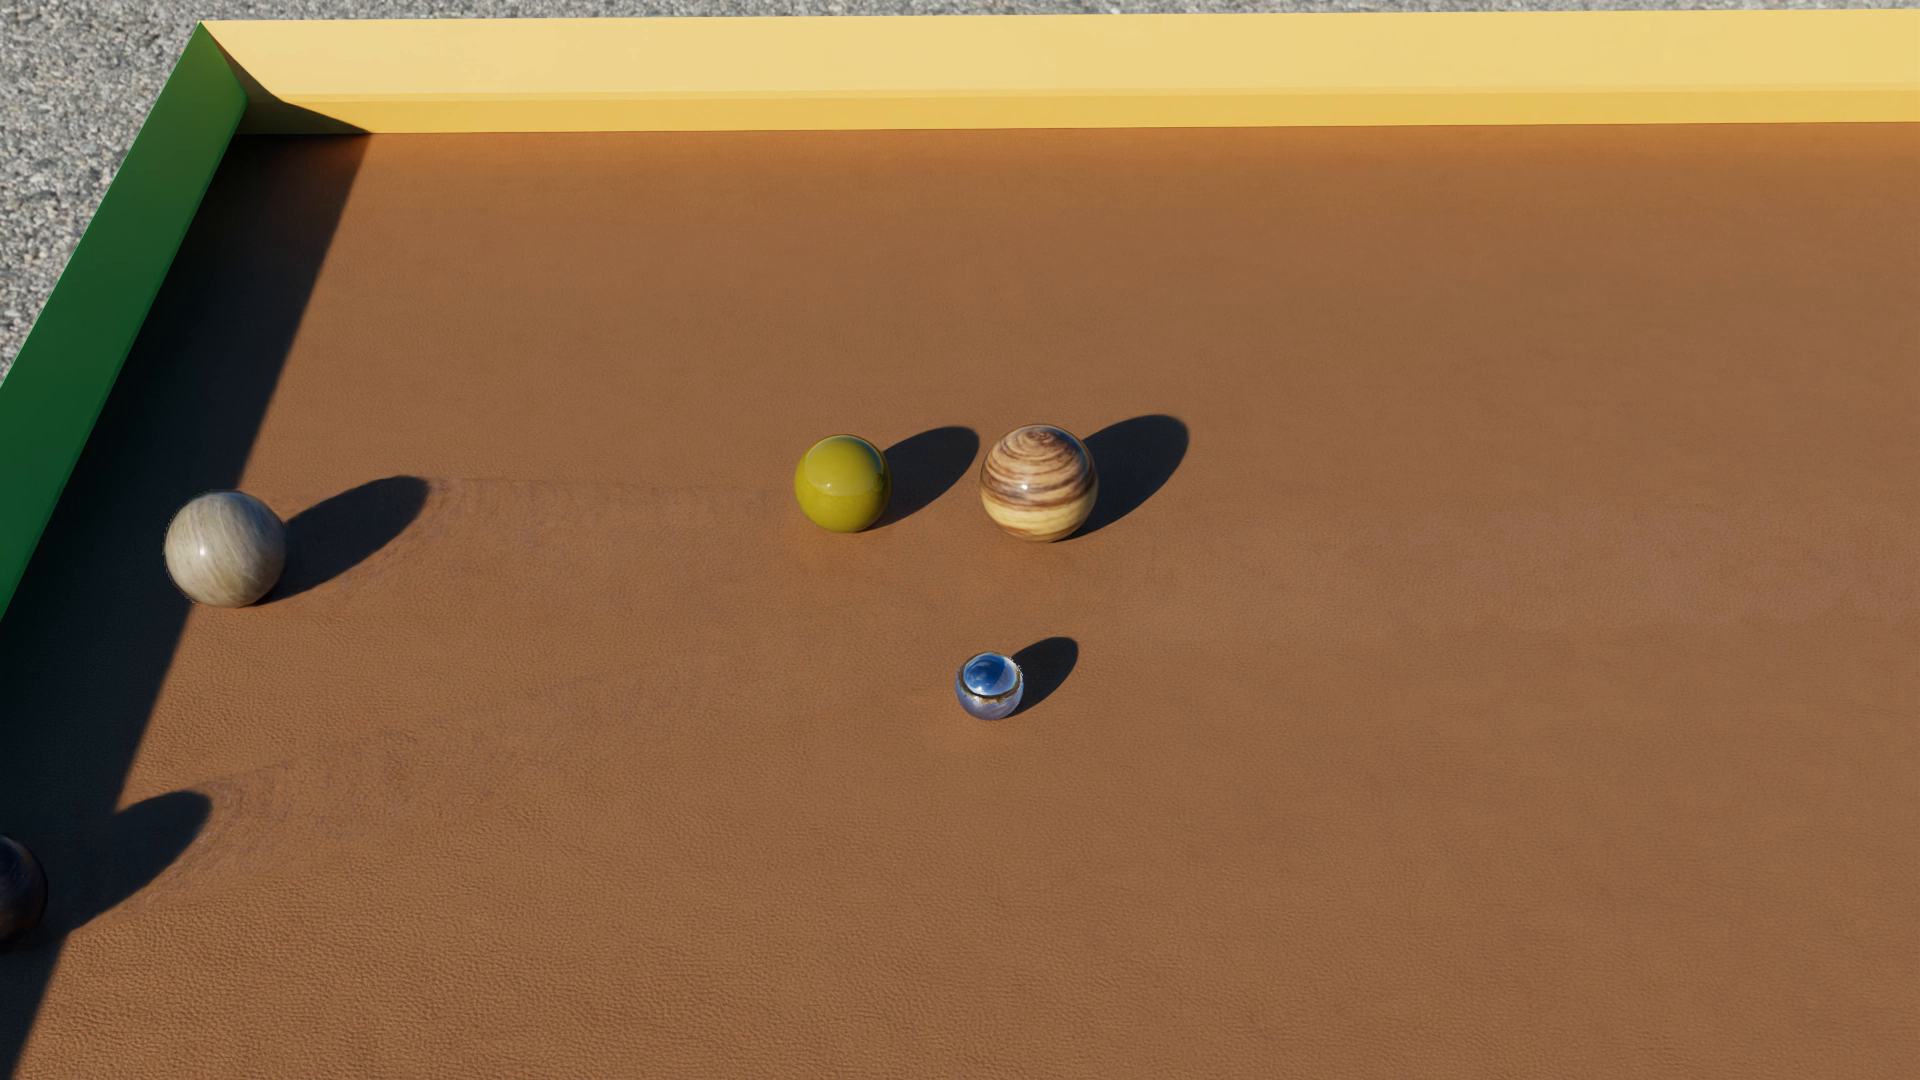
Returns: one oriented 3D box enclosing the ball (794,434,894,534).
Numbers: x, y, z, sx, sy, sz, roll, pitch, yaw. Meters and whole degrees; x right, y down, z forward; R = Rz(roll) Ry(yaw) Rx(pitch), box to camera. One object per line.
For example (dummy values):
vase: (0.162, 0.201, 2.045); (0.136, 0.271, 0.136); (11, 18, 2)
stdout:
ball: (-0.085, -0.041, 1.864); (0.072, 0.072, 0.072); (0, 35, 0)

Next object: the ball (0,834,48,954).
ball: (-0.576, 0.209, 1.510); (0.073, 0.073, 0.073); (0, 35, 0)

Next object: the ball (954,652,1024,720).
ball: (0.019, 0.096, 1.693); (0.046, 0.046, 0.046); (0, 35, 0)

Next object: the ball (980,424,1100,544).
ball: (0.057, -0.041, 1.852); (0.087, 0.087, 0.087); (0, 35, 0)

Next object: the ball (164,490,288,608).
ball: (-0.511, 0.006, 1.788); (0.083, 0.083, 0.083); (0, 35, 0)

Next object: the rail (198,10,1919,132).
rail: (0.672, -0.428, 2.375); (2.734, 0.112, 0.045); (-1, 35, -1)

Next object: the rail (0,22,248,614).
rail: (-0.660, -0.011, 1.785); (0.045, 0.112, 1.448); (-1, 35, -1)
